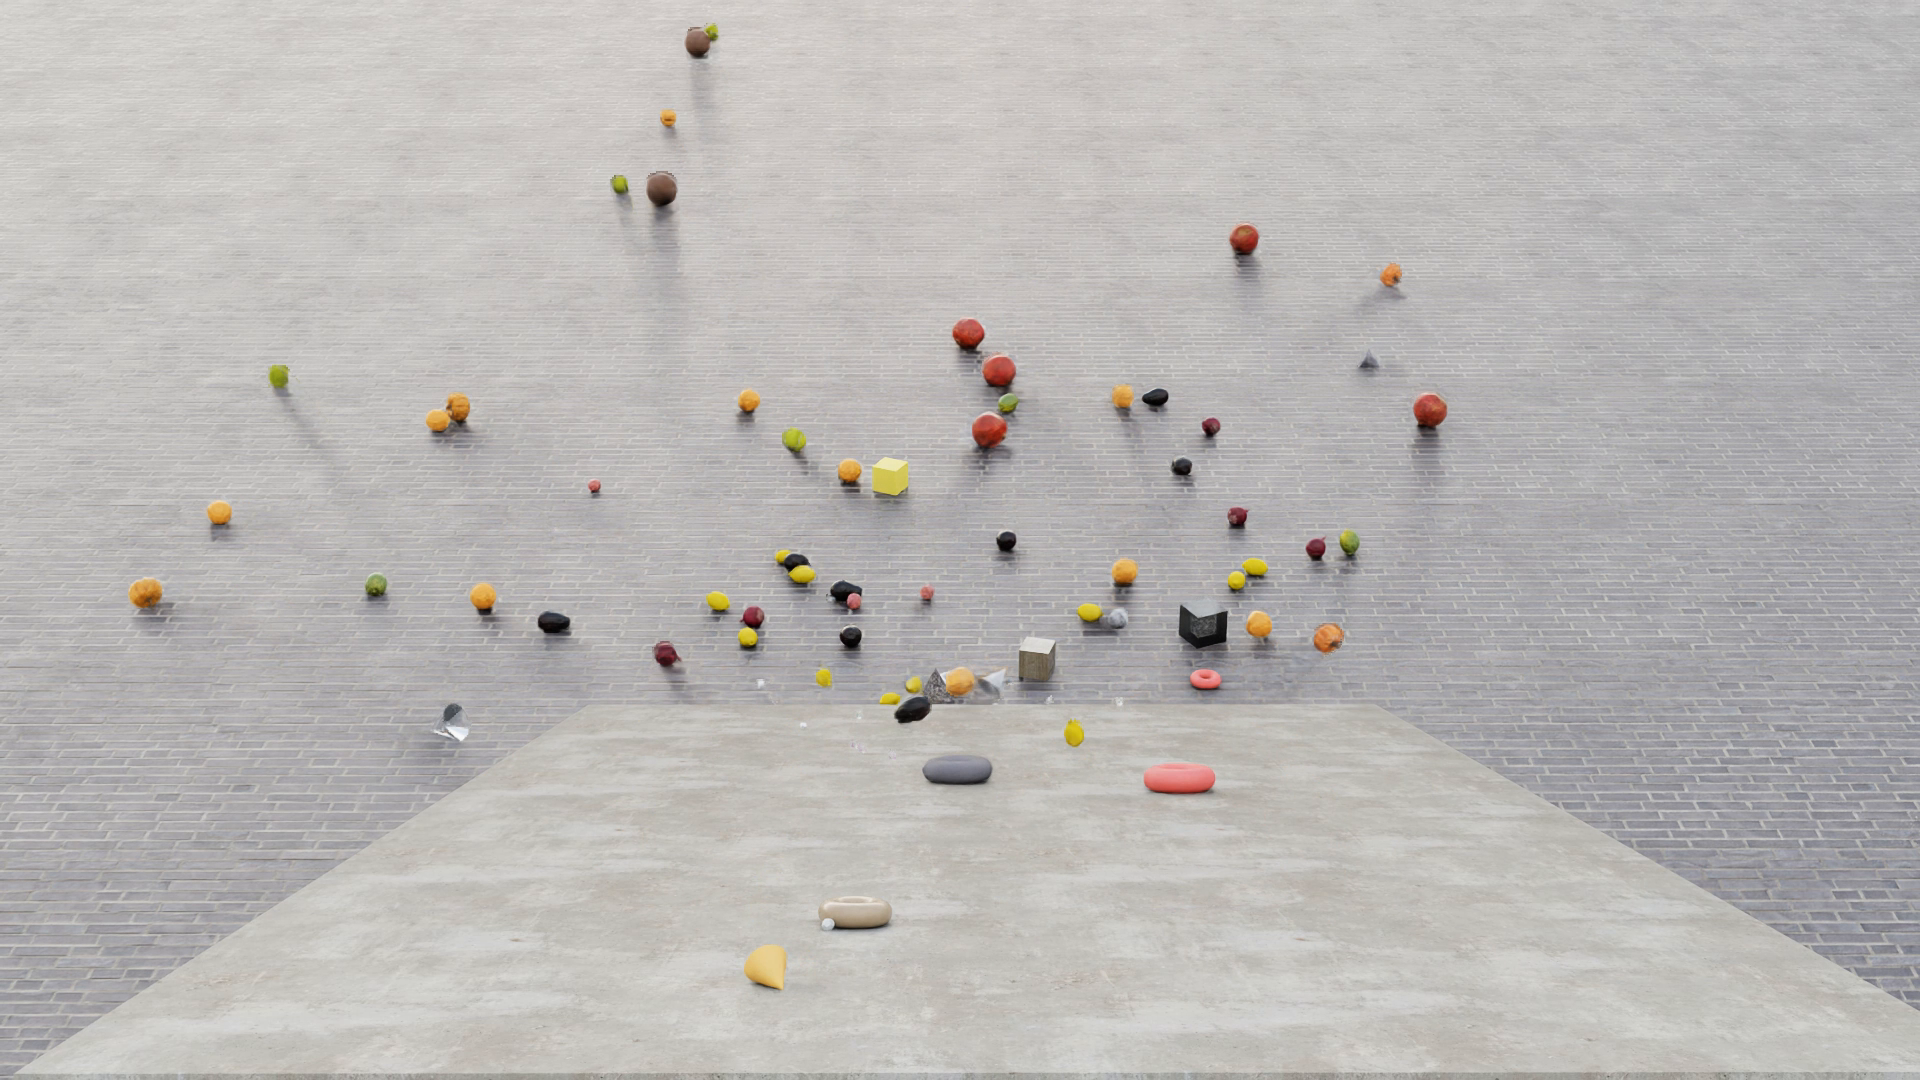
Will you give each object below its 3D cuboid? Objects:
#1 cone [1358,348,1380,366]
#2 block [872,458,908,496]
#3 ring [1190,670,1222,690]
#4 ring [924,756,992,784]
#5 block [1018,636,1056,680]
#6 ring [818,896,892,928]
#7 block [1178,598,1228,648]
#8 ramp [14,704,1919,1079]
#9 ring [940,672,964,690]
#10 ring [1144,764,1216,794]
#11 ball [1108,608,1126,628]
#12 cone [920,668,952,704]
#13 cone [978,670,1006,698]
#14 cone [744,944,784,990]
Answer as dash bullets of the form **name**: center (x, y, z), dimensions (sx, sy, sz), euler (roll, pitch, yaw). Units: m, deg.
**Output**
- **cone**: center (1.423, -0.614, 8.908), dimensions (0.071, 0.071, 0.071), euler (27, 26, -6)
- **block**: center (-0.215, -0.197, 7.973), dimensions (0.081, 0.081, 0.081), euler (12, 28, 24)
- **ring**: center (0.652, 0.370, 6.843), dimensions (0.083, 0.028, 0.083), euler (1, 25, 0)
- **ring**: center (-0.005, 0.441, 4.955), dimensions (0.133, 0.044, 0.133), euler (-1, 2, 0)
- **block**: center (0.206, 0.317, 6.892), dimensions (0.081, 0.081, 0.081), euler (7, 26, 14)
- **ring**: center (-0.138, 0.490, 3.396), dimensions (0.098, 0.033, 0.098), euler (1, 0, 0)
- **block**: center (0.666, 0.227, 7.065), dimensions (0.094, 0.094, 0.094), euler (-12, 28, -24)
- **ramp**: center (0.058, 0.524, 4.562), dimensions (2.000, 0.100, 4.000), euler (0, 2, 0)
- **ring**: center (-0.025, 0.374, 6.837), dimensions (0.077, 0.026, 0.077), euler (-1, 25, 1)
- **ring**: center (0.409, 0.445, 4.812), dimensions (0.135, 0.045, 0.135), euler (-1, 3, 0)
- **ball**: center (0.435, 0.216, 7.136), dimensions (0.054, 0.054, 0.054), euler (0, 25, 0)
- **cone**: center (-0.064, 0.374, 6.763), dimensions (0.089, 0.089, 0.089), euler (0, 25, 0)
- **cone**: center (0.099, 0.364, 6.770), dimensions (0.075, 0.075, 0.075), euler (20, 57, 35)
- **cone**: center (-0.215, 0.506, 2.984), dimensions (0.054, 0.054, 0.054), euler (-14, 43, -27)
